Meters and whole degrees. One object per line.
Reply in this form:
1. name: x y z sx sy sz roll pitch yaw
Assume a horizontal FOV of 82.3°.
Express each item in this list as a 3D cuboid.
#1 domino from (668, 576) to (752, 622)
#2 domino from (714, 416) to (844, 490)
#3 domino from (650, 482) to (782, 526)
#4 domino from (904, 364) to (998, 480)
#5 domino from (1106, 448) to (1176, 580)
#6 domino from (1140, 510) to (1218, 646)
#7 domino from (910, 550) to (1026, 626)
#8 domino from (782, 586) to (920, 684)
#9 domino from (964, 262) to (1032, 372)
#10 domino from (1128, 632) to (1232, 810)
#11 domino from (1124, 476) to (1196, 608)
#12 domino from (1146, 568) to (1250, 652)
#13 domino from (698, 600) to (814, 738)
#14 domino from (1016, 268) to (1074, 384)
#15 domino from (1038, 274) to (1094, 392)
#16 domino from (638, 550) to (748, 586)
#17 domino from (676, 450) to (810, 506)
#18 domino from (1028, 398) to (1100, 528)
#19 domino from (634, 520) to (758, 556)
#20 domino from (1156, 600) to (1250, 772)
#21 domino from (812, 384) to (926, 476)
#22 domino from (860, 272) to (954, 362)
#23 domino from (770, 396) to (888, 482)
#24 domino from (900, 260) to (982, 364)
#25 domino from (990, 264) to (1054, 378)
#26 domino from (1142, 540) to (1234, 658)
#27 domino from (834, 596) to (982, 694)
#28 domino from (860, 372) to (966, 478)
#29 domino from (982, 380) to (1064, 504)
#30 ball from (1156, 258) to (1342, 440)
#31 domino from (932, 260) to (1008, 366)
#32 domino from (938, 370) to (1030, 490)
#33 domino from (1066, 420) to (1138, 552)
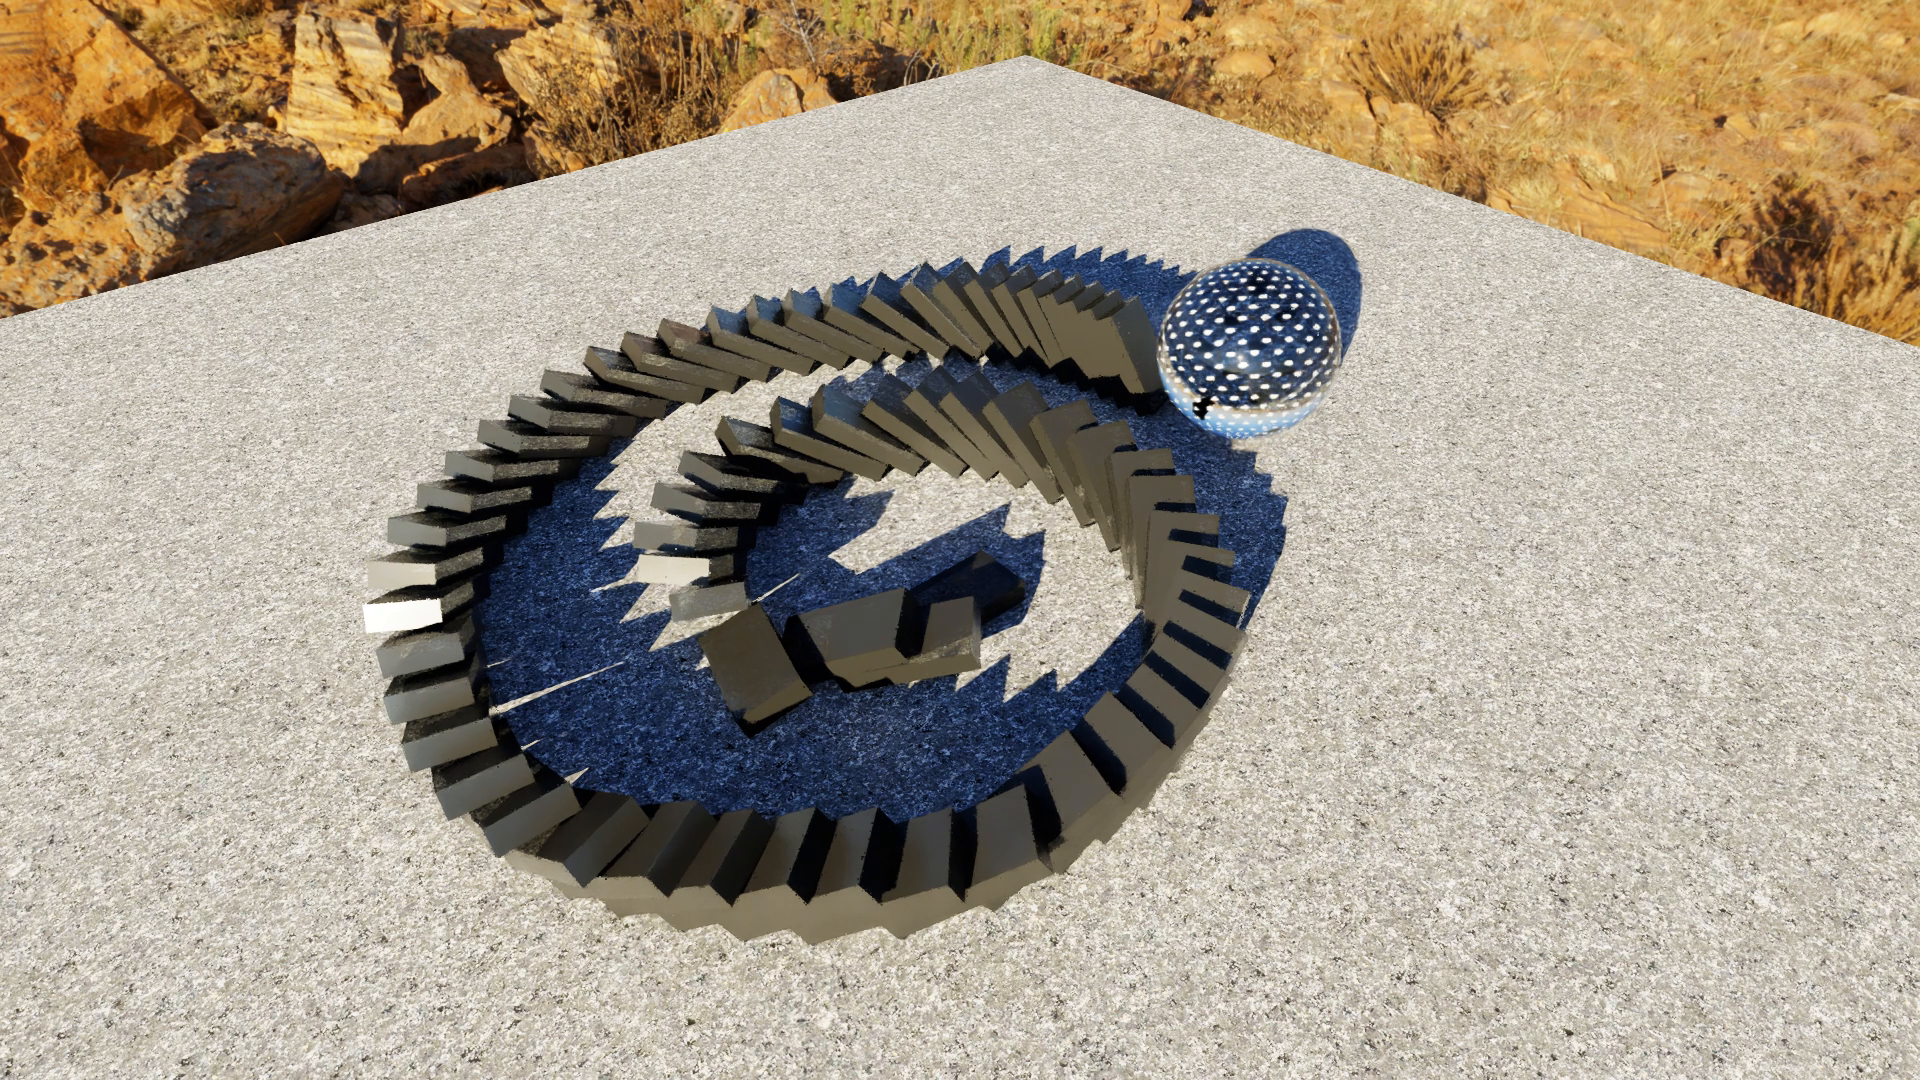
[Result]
1. domino: -0.089 0.021 0.395 0.025 0.009 0.050 -10 2 -9
2. domino: -0.077 -0.037 0.469 0.050 0.009 0.025 13 26 -37
3. domino: -0.096 -0.014 0.439 0.025 0.009 0.050 19 8 23
4. domino: 0.001 -0.052 0.483 0.050 0.010 0.025 44 42 -6
5. domino: 0.075 -0.011 0.437 0.025 0.010 0.050 -5 71 -6
6. domino: 0.081 0.015 0.406 0.025 0.009 0.050 5 70 6
7. domino: -0.002 0.024 0.414 0.050 0.009 0.025 -29 47 -30
8. domino: -0.040 0.034 0.381 0.050 0.009 0.025 -15 44 26
9. domino: 0.025 -0.113 0.554 0.009 0.050 0.025 -24 15 47
10. domino: 0.062 0.057 0.351 0.025 0.010 0.050 33 87 33
11. domino: 0.079 0.000 0.423 0.025 0.010 0.050 -1 71 -4
12. domino: 0.078 0.038 0.374 0.025 0.009 0.050 19 81 21
13. domino: -0.071 0.043 0.379 0.025 0.009 0.050 -34 39 -7
14. domino: 0.049 -0.105 0.543 0.010 0.050 0.025 -11 23 47
15. domino: 0.059 -0.101 0.537 0.010 0.050 0.025 -9 24 47
16. domino: -0.098 0.009 0.410 0.025 0.009 0.050 3 3 4
17. domino: -0.089 -0.025 0.453 0.025 0.009 0.050 29 14 31
18. domino: 0.052 -0.033 0.463 0.025 0.009 0.050 -20 76 -24
19. domino: -0.101 -0.002 0.422 0.025 0.010 0.050 7 4 15
20. domino: 0.072 0.048 0.362 0.025 0.010 0.050 27 84 27
21. domino: -0.040 -0.048 0.480 0.050 0.010 0.025 24 29 -26
22. domino: -0.025 -0.114 0.561 0.050 0.009 0.025 32 37 -16
23. domino: -0.057 -0.044 0.478 0.050 0.009 0.025 19 32 -27
24. domino: -0.006 -0.116 0.560 0.050 0.010 0.025 43 39 -17
25. domino: 0.038 -0.109 0.549 0.010 0.050 0.025 -17 20 46
26. domino: 0.081 0.027 0.390 0.025 0.010 0.050 10 74 12
27. domino: -0.018 0.037 0.385 0.050 0.010 0.025 -12 45 14
28. domino: -0.017 -0.051 0.486 0.050 0.010 0.025 33 41 -9
29. domino: 0.034 -0.042 0.472 0.025 0.010 0.050 -31 83 -37
30. ball: 0.128 -0.085 0.491 0.080 0.080 0.080 0 39 0
31. domino: 0.011 -0.115 0.559 0.050 0.009 0.025 50 46 -10
32. domino: 0.016 -0.048 0.479 0.050 0.010 0.025 48 44 -2
33. domino: 0.064 -0.023 0.451 0.025 0.009 0.050 -15 74 -18
